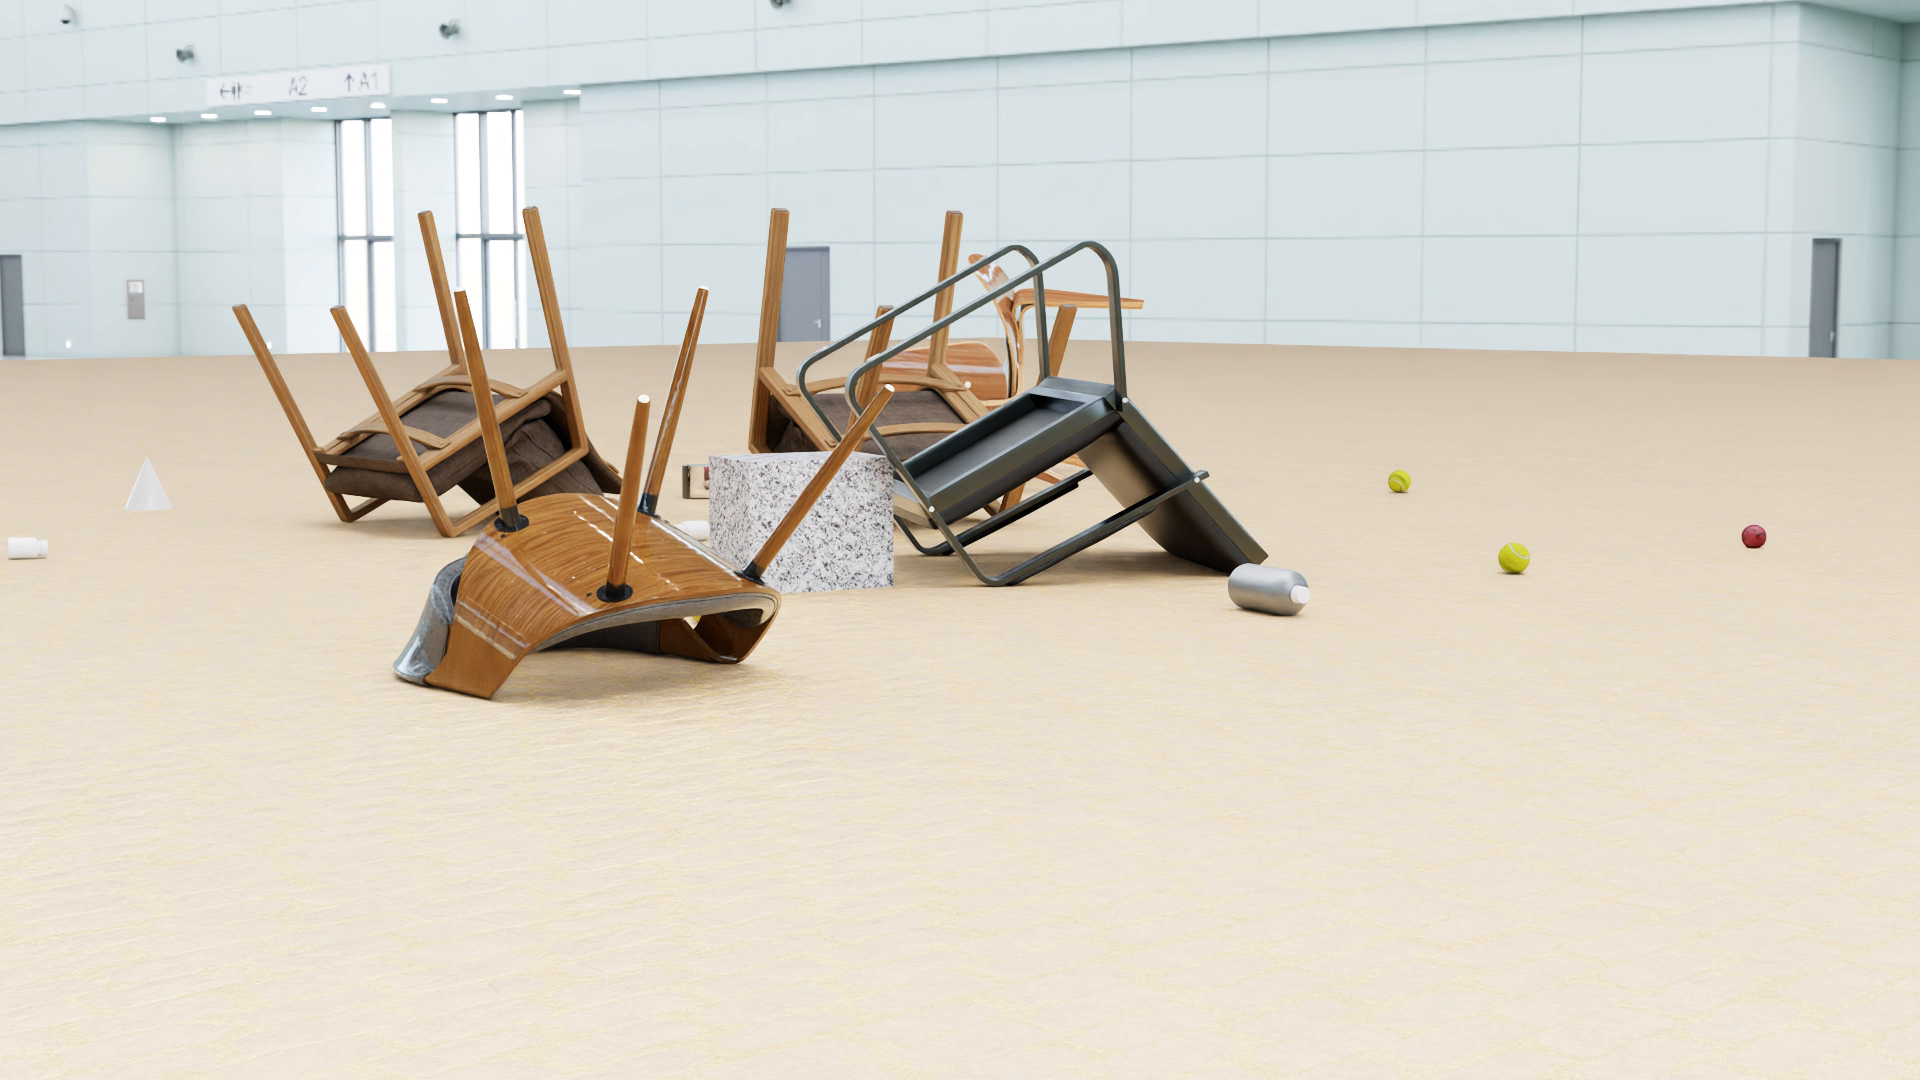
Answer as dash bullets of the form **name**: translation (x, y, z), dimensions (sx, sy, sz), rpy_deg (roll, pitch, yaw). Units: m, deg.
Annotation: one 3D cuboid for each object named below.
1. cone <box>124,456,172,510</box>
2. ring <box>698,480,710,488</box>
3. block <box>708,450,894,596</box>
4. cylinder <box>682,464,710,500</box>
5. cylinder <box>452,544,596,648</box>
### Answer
- **cone**: translation (-2.305, -0.164, 7.282), dimensions (0.140, 0.148, 0.127), rpy_deg (3, 7, 28)
- **ring**: translation (-0.771, -0.174, 7.984), dimensions (0.086, 0.024, 0.116), rpy_deg (-1, 6, 4)
- **block**: translation (-0.339, -0.040, 5.458), dimensions (0.328, 0.276, 0.225), rpy_deg (-3, 7, -27)
- **cylinder**: translation (-0.731, -0.175, 7.624), dimensions (0.193, 0.099, 0.097), rpy_deg (-2, 6, -17)
- **cylinder**: translation (-0.777, 0.099, 4.574), dimensions (0.200, 0.153, 0.209), rpy_deg (-4, -35, -31)
